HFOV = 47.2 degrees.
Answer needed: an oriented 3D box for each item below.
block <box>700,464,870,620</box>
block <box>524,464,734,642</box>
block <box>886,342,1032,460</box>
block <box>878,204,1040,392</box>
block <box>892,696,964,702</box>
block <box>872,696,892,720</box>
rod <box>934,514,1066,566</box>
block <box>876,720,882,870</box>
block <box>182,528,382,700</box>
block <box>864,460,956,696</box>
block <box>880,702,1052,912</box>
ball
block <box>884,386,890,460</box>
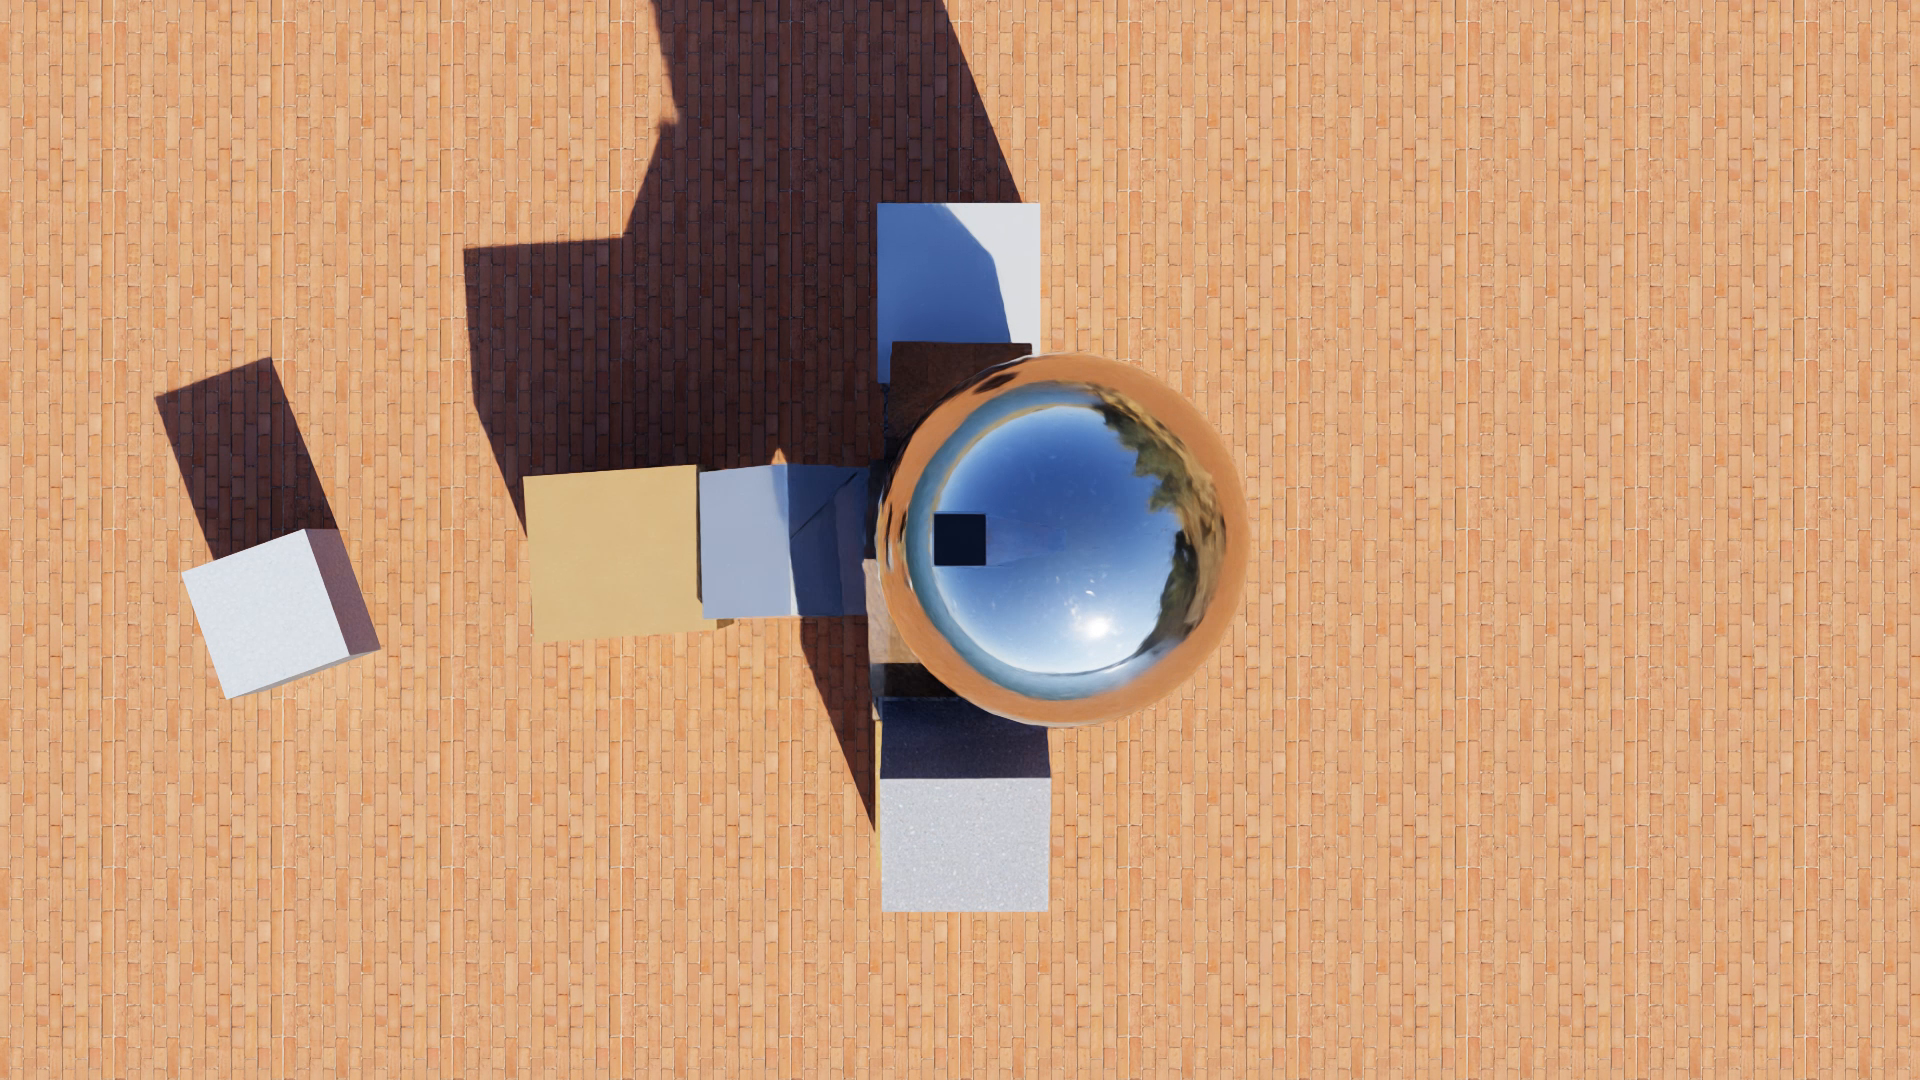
[{"bbox_3d":[-0.923,0.020,12.077,0.679,0.723,0.804,-4,86,40],"label":"block"},{"bbox_3d":[-1.867,0.074,12.540,1.003,0.920,0.914,-4,90,0],"label":"block"},{"bbox_3d":[0.003,-0.474,11.528,0.736,0.826,0.786,1,130,0],"label":"block"},{"bbox_3d":[-0.006,-1.341,12.461,0.883,1.077,0.971,0,90,0],"label":"block"},{"bbox_3d":[0.017,0.879,11.768,0.747,0.737,0.745,-1,99,0],"label":"block"},{"bbox_3d":[0.007,0.538,12.588,0.983,0.824,0.917,0,90,0],"label":"block"},{"bbox_3d":[0.188,0.000,5.970,0.080,5.200,0.080,0,90,4],"label":"rod"},{"bbox_3d":[-0.010,1.417,12.596,0.915,0.809,0.821,0,90,0],"label":"block"},{"bbox_3d":[-3.890,0.415,12.657,0.733,0.686,0.754,-20,90,0],"label":"block"},{"bbox_3d":[-0.019,0.192,11.062,0.859,0.739,0.938,0,132,1],"label":"block"},{"bbox_3d":[0.023,1.337,11.082,0.825,0.703,0.795,0,118,0],"label":"block"},{"bbox_3d":[0.434,0.000,9.361,1.600,1.600,1.600,0,90,0],"label":"ball"},{"bbox_3d":[0.017,-0.388,12.549,0.871,0.903,0.915,0,90,0],"label":"block"}]
